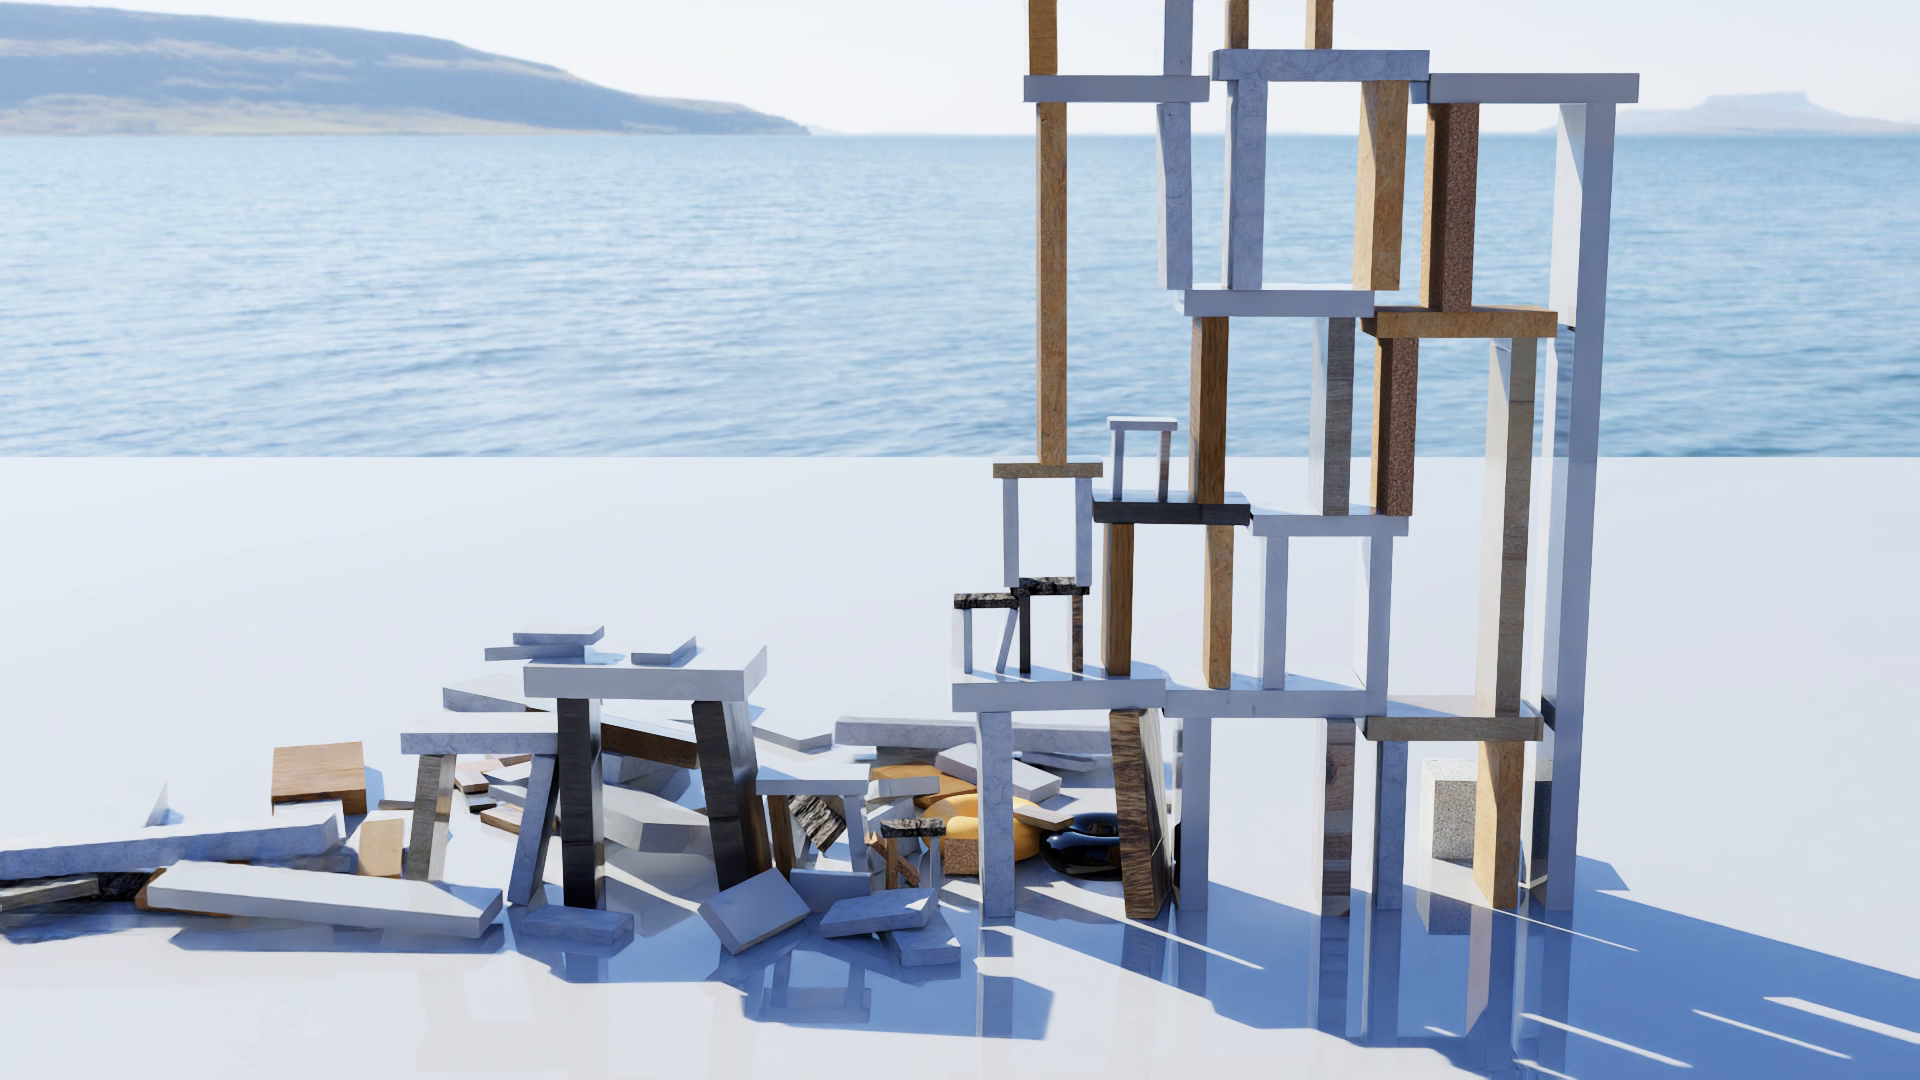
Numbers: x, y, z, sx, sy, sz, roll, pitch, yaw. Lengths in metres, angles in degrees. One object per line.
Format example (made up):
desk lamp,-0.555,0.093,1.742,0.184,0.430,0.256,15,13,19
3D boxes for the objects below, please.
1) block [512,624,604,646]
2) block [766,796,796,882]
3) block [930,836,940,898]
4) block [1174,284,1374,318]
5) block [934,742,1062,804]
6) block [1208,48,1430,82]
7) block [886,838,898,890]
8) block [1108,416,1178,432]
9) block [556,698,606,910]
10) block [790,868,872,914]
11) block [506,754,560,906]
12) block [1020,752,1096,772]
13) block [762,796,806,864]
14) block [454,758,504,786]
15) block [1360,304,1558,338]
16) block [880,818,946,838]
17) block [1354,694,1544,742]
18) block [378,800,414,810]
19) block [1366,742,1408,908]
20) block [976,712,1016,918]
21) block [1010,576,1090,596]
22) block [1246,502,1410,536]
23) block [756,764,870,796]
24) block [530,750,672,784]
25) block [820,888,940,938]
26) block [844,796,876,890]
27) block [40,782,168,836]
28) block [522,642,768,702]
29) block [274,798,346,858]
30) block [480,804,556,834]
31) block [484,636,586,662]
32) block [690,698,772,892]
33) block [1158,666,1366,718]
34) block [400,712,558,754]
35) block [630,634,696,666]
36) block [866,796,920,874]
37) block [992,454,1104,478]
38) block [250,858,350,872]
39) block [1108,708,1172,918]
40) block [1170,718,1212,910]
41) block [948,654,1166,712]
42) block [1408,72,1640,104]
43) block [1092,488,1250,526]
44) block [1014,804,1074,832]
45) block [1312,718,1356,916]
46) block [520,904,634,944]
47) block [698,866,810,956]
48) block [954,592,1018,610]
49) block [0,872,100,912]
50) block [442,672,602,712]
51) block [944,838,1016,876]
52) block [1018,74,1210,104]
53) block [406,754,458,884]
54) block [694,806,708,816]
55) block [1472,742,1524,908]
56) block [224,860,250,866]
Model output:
block,-0.656,0.155,3.594,0.133,0.019,0.067,1,11,8
block,-0.294,0.499,3.655,0.026,0.183,0.091,-6,11,-1
block,-0.041,0.538,3.665,0.015,0.104,0.052,0,11,-3
block,0.496,-0.381,3.488,0.295,0.042,0.148,0,11,0
block,0.073,0.449,4.235,0.220,0.031,0.110,18,17,32
block,0.554,-0.738,3.423,0.319,0.045,0.160,0,11,0
block,-0.114,0.538,3.661,0.015,0.104,0.052,-2,11,-8
block,0.292,-0.187,3.527,0.108,0.015,0.054,1,10,-1
block,-0.626,0.413,3.639,0.051,0.359,0.180,-1,11,-4
block,-0.210,0.573,3.578,0.133,0.067,0.019,2,11,10
block,-0.700,0.464,3.650,0.036,0.254,0.127,12,10,-2
block,0.195,0.437,4.353,0.133,0.019,0.067,8,1,24
block,-0.317,0.500,3.963,0.092,0.026,0.386,31,10,-4
block,-0.974,0.458,4.321,0.149,0.021,0.075,-5,11,-23
block,0.788,-0.347,3.491,0.282,0.040,0.141,0,11,-1
block,-0.079,0.479,3.657,0.104,0.015,0.052,-1,11,-7
block,0.799,0.292,3.612,0.283,0.040,0.142,0,11,0
block,-1.012,0.498,4.039,0.101,0.050,0.014,2,55,11
block,0.707,0.451,3.642,0.040,0.283,0.142,1,11,3
block,0.057,0.427,3.611,0.048,0.341,0.171,-2,11,-2
block,0.144,0.075,3.558,0.127,0.018,0.063,-1,10,-1
block,0.588,-0.034,3.551,0.248,0.035,0.124,0,11,0
block,-0.242,0.396,3.635,0.183,0.026,0.091,0,11,0
block,-0.676,0.410,4.288,0.178,0.050,0.356,10,4,14
block,-0.127,0.589,3.475,0.172,0.024,0.086,-10,14,19
block,-0.166,0.501,3.646,0.026,0.183,0.091,-6,10,2
block,-1.540,0.512,3.958,0.169,0.048,0.338,-2,11,-12
block,-0.509,0.212,3.585,0.359,0.051,0.180,0,11,7
block,-1.170,0.520,3.954,0.120,0.034,0.240,-3,11,-17
block,-0.809,0.513,4.028,0.138,0.020,0.069,10,14,42
block,-0.695,0.175,3.600,0.158,0.022,0.079,-2,11,-8
block,-0.370,0.418,3.602,0.051,0.359,0.180,-6,10,7
block,0.491,0.249,3.606,0.324,0.046,0.162,0,11,1
block,-0.782,0.319,3.630,0.254,0.036,0.127,0,11,-2
block,-0.482,0.178,3.580,0.067,0.019,0.133,1,11,11
block,-0.132,0.514,3.815,0.026,0.092,0.184,-5,7,29
block,0.139,-0.118,3.522,0.175,0.025,0.087,0,10,0
block,-1.106,0.546,3.692,0.079,0.022,0.158,-4,-9,21
block,0.297,0.427,3.602,0.048,0.341,0.171,-3,9,16
block,0.382,0.430,3.642,0.046,0.324,0.162,0,11,0
block,0.154,0.232,3.584,0.341,0.048,0.171,-1,11,-3
block,0.875,-0.703,3.428,0.319,0.045,0.159,0,11,-1
block,0.337,-0.053,3.544,0.247,0.035,0.123,1,11,0
block,0.141,0.481,3.811,0.104,0.015,0.052,10,13,39
block,0.613,0.436,3.612,0.046,0.324,0.162,1,11,3
block,-0.608,0.610,3.497,0.158,0.022,0.079,3,11,17
block,-0.325,0.585,3.476,0.092,0.026,0.184,49,30,15
block,0.042,0.098,3.566,0.104,0.015,0.052,-1,11,-1
block,-1.480,0.569,3.555,0.159,0.023,0.080,-8,4,-25
block,-0.961,0.352,4.825,0.327,0.046,0.163,7,13,34
block,0.034,0.542,3.759,0.120,0.060,0.017,1,-17,3
block,0.237,-0.700,3.416,0.284,0.040,0.142,0,10,-1
block,-0.877,0.463,3.650,0.036,0.254,0.127,9,10,-2
block,-0.424,0.520,3.975,0.092,0.026,0.185,-9,14,-41
block,0.892,0.451,3.643,0.040,0.283,0.142,0,11,0
block,-1.245,0.545,3.733,0.072,0.020,0.144,-6,0,-20
